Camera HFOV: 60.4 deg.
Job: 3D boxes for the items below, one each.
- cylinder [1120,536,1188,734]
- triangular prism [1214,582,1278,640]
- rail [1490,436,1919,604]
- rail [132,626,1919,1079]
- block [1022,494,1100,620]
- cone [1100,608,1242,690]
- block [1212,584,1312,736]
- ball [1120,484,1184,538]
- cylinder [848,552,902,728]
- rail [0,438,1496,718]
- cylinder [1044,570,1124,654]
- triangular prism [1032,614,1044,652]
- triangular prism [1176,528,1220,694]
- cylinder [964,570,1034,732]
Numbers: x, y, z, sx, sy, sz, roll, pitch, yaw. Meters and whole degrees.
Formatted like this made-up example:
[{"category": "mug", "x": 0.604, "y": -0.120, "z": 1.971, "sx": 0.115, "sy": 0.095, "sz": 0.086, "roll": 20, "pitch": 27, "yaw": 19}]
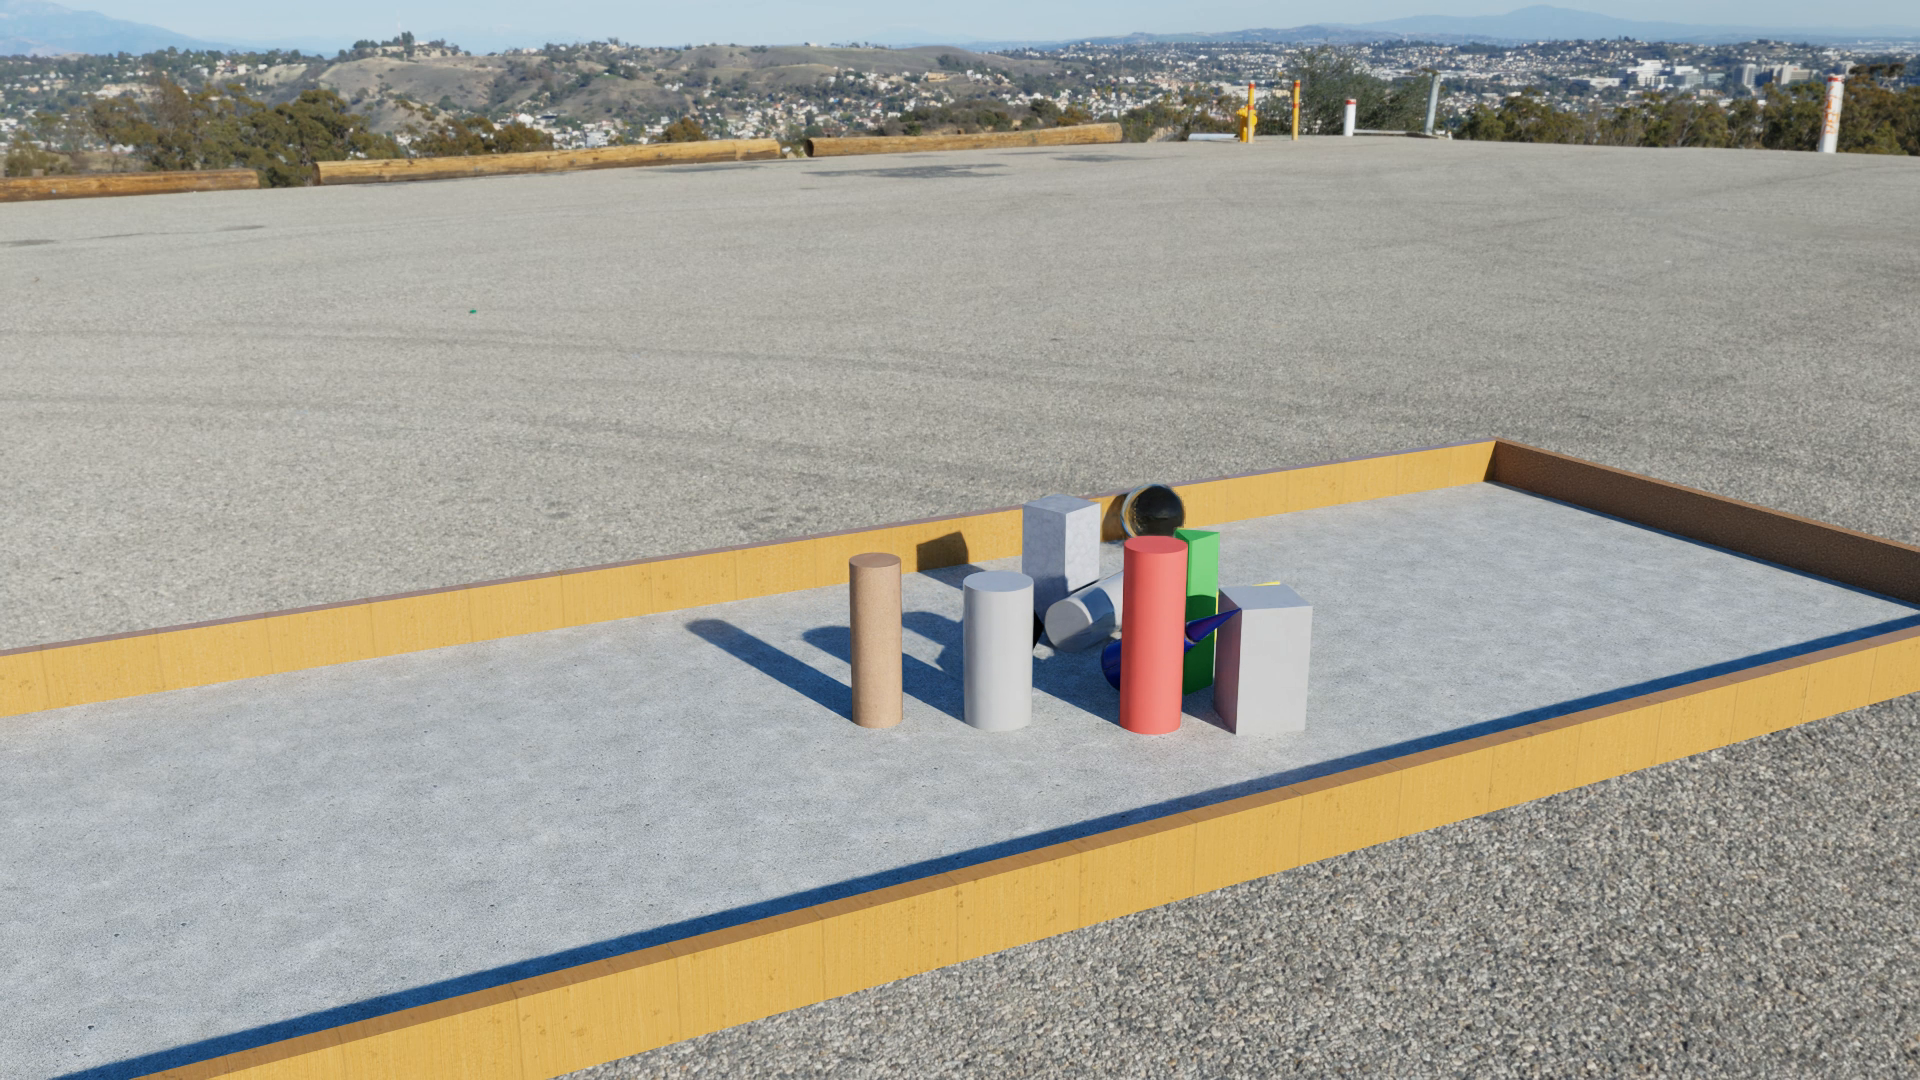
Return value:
[{"category": "cylinder", "x": 0.447, "y": 0.221, "z": 3.826, "sx": 0.144, "sy": 0.439, "sz": 0.144, "roll": 0, "pitch": 16, "yaw": 0}, {"category": "triangular prism", "x": 0.698, "y": 0.194, "z": 4.484, "sx": 0.409, "sy": 0.112, "sz": 0.129, "roll": -8, "pitch": 18, "yaw": -26}, {"category": "rail", "x": 2.466, "y": -0.048, "z": 5.253, "sx": 0.050, "sy": 0.150, "sz": 2.100, "roll": -9, "pitch": 18, "yaw": -27}, {"category": "rail", "x": -2.336, "y": 1.006, "z": 1.665, "sx": 12.000, "sy": 0.150, "sz": 0.050, "roll": -9, "pitch": 18, "yaw": -27}, {"category": "block", "x": 0.281, "y": 0.054, "z": 4.599, "sx": 0.153, "sy": 0.323, "sz": 0.153, "roll": 14, "pitch": 22, "yaw": 40}, {"category": "cone", "x": 0.523, "y": 0.233, "z": 3.909, "sx": 0.138, "sy": 0.138, "sz": 0.455, "roll": -13, "pitch": -13, "yaw": -37}, {"category": "block", "x": 0.707, "y": 0.278, "z": 3.868, "sx": 0.168, "sy": 0.305, "sz": 0.168, "roll": -3, "pitch": 17, "yaw": -10}, {"category": "ball", "x": 0.614, "y": -0.079, "z": 5.264, "sx": 0.202, "sy": 0.202, "sz": 0.202, "roll": 0, "pitch": 16, "yaw": 0}, {"category": "cylinder", "x": -0.196, "y": 0.235, "z": 3.858, "sx": 0.121, "sy": 0.393, "sz": 0.121, "roll": 0, "pitch": 16, "yaw": 0}, {"category": "rail", "x": -3.305, "y": 0.497, "z": 3.399, "sx": 12.000, "sy": 0.150, "sz": 0.050, "roll": -9, "pitch": 18, "yaw": -27}, {"category": "cylinder", "x": 0.406, "y": 0.179, "z": 4.491, "sx": 0.143, "sy": 0.143, "sz": 0.425, "roll": 11, "pitch": 20, "yaw": 34}, {"category": "triangular prism", "x": 0.123, "y": 0.251, "z": 4.299, "sx": 0.124, "sy": 0.107, "sz": 0.459, "roll": 4, "pitch": 17, "yaw": 11}, {"category": "triangular prism", "x": 0.561, "y": 0.172, "z": 4.069, "sx": 0.108, "sy": 0.395, "sz": 0.094, "roll": -15, "pitch": 22, "yaw": -41}, {"category": "cylinder", "x": 0.089, "y": 0.259, "z": 3.869, "sx": 0.164, "sy": 0.341, "sz": 0.164, "roll": 0, "pitch": 16, "yaw": 0}]
